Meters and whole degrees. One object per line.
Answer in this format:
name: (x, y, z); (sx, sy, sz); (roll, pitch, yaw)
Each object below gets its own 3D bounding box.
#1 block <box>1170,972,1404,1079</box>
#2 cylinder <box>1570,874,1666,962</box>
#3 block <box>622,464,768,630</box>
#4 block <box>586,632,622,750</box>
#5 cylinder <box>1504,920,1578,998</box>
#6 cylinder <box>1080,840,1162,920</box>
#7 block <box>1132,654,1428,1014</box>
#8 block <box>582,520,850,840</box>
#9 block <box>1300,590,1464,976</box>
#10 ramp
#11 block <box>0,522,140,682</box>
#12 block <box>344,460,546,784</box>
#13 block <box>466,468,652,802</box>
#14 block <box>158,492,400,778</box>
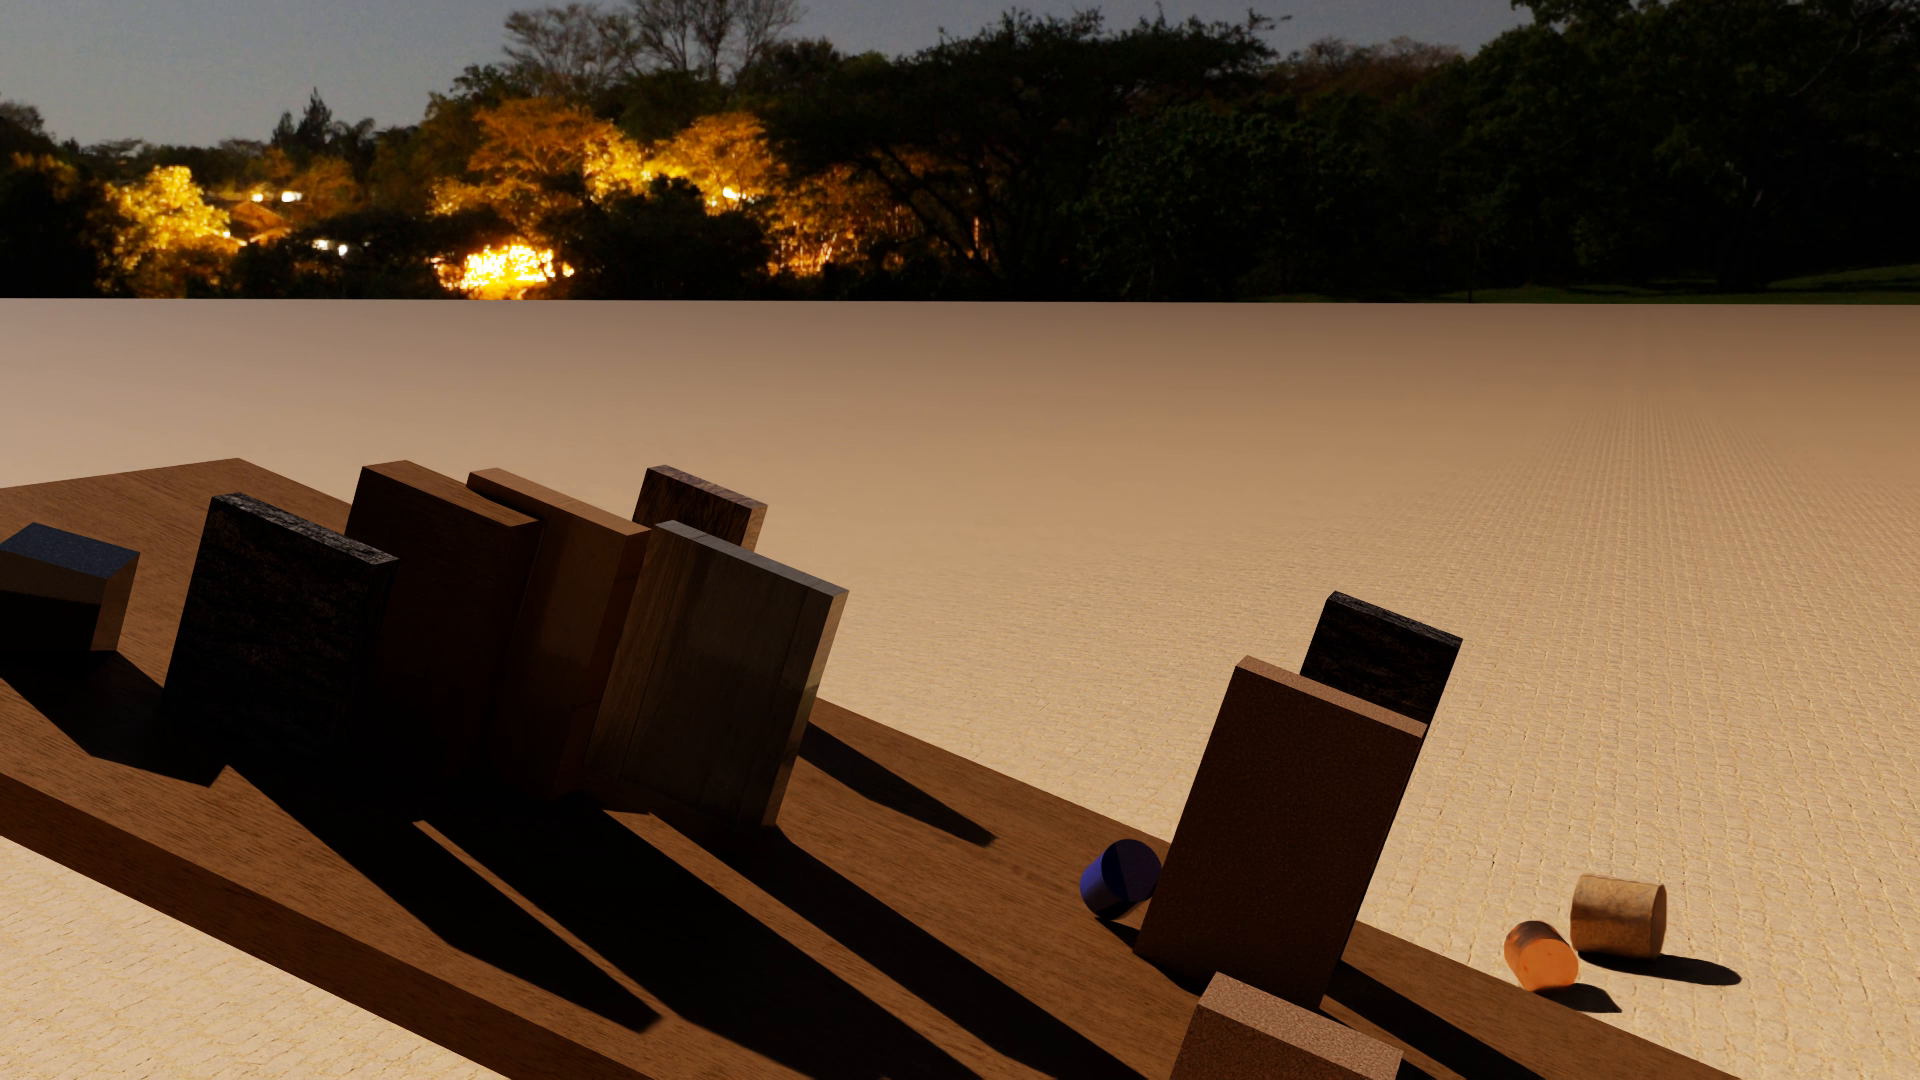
block: (0.403, 0.870, 3.064); (0.278, 0.430, 0.146); (21, 12, 14)
cylinder: (1.789, 1.028, 5.973); (0.209, 0.209, 0.209); (4, 8, 29)
block: (-0.650, 0.066, 5.170); (0.276, 0.411, 0.099); (21, 12, 14)
block: (-0.711, 0.309, 4.486); (0.204, 0.204, 0.204); (11, 14, -31)
cylinder: (1.507, 1.086, 5.709); (0.157, 0.157, 0.157); (0, 7, 2)
cylinder: (0.322, 0.680, 4.398); (0.129, 0.129, 0.129); (-2, -24, -19)
block: (0.614, 0.579, 4.248); (0.369, 0.611, 0.127); (21, 12, 14)
block: (-0.477, 0.270, 4.270); (0.387, 0.509, 0.087); (21, 12, 14)
block: (0.771, 0.501, 4.534); (0.277, 0.735, 0.123); (21, 12, 14)
ramp: (-0.348, 0.651, 4.220); (4.000, 0.100, 2.000); (21, 12, 14)
block: (-1.645, 0.111, 4.008); (0.199, 0.199, 0.199); (17, 12, -8)
block: (-0.995, 0.148, 4.063); (0.313, 0.505, 0.148); (21, 12, 14)
block: (-0.820, 0.176, 4.125); (0.335, 0.534, 0.104); (21, 12, 14)
block: (-1.209, 0.167, 3.897); (0.338, 0.406, 0.083); (21, 12, 14)
